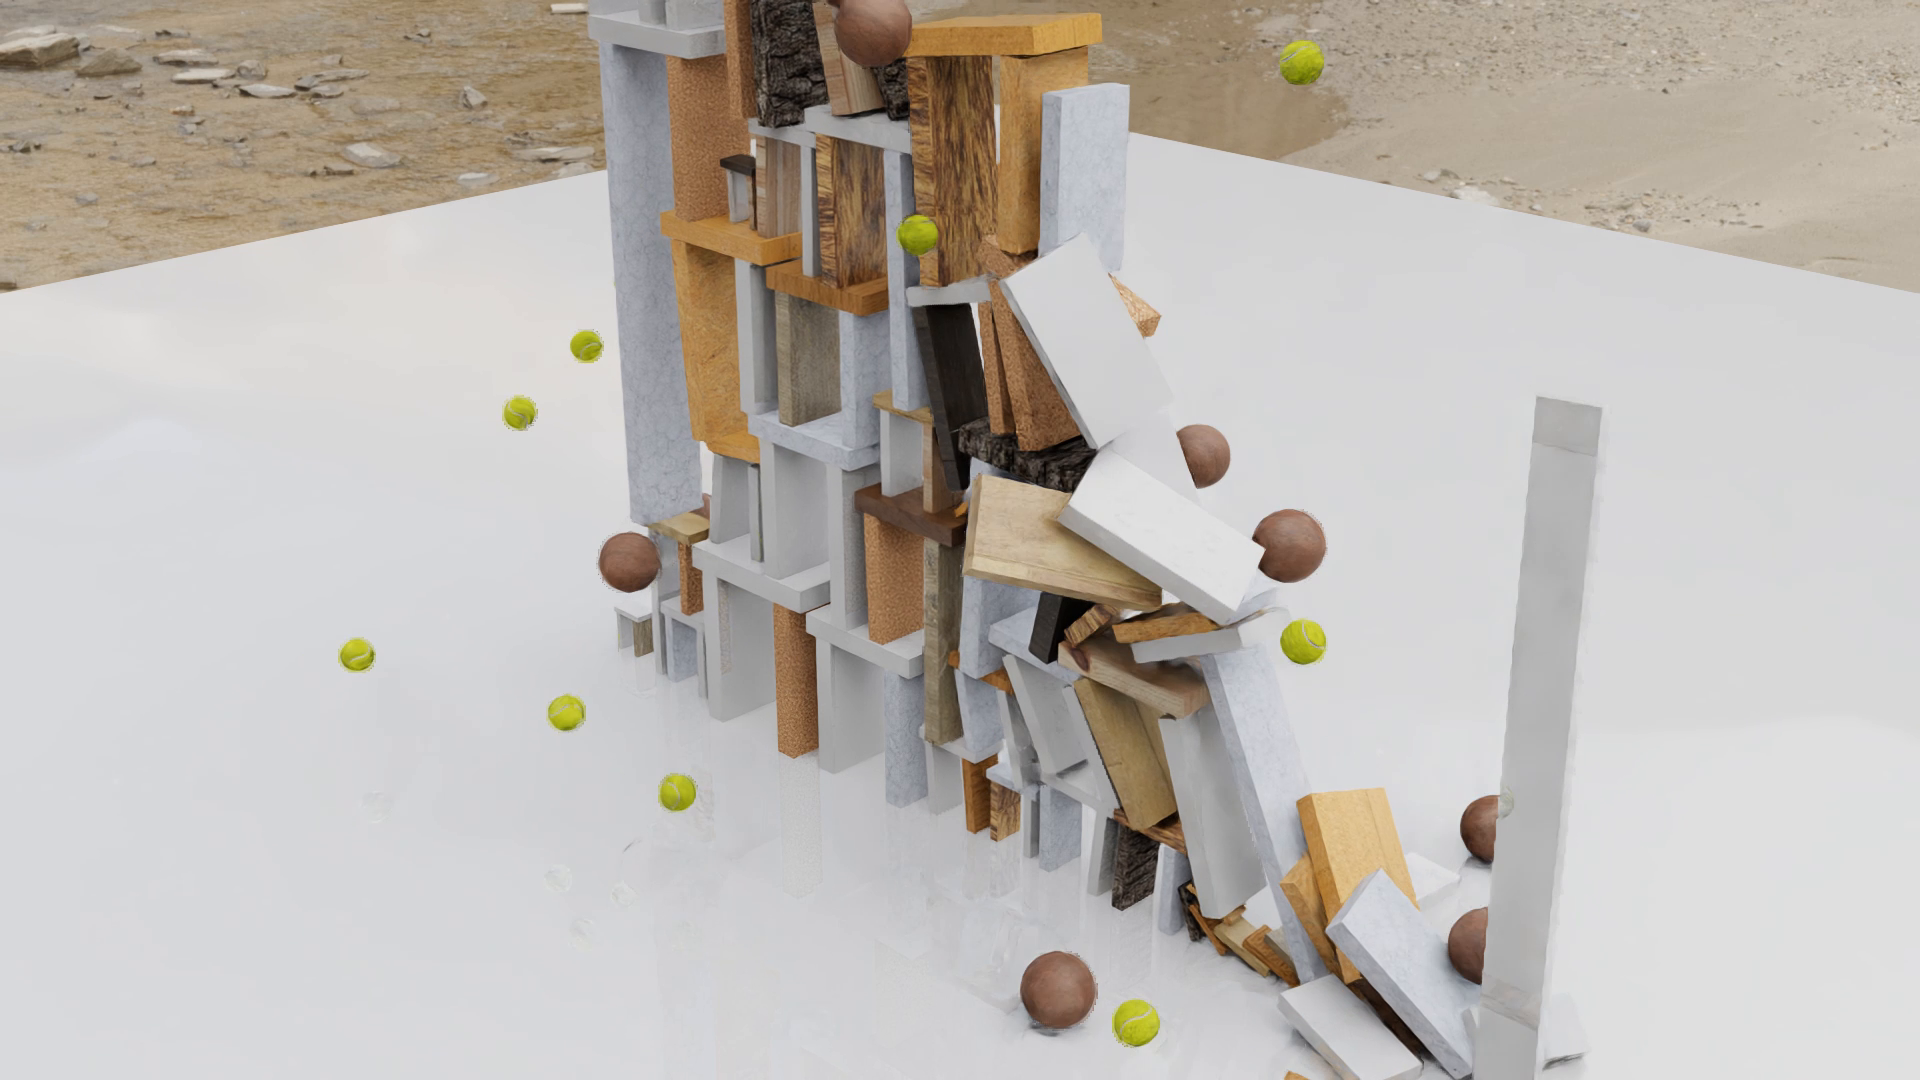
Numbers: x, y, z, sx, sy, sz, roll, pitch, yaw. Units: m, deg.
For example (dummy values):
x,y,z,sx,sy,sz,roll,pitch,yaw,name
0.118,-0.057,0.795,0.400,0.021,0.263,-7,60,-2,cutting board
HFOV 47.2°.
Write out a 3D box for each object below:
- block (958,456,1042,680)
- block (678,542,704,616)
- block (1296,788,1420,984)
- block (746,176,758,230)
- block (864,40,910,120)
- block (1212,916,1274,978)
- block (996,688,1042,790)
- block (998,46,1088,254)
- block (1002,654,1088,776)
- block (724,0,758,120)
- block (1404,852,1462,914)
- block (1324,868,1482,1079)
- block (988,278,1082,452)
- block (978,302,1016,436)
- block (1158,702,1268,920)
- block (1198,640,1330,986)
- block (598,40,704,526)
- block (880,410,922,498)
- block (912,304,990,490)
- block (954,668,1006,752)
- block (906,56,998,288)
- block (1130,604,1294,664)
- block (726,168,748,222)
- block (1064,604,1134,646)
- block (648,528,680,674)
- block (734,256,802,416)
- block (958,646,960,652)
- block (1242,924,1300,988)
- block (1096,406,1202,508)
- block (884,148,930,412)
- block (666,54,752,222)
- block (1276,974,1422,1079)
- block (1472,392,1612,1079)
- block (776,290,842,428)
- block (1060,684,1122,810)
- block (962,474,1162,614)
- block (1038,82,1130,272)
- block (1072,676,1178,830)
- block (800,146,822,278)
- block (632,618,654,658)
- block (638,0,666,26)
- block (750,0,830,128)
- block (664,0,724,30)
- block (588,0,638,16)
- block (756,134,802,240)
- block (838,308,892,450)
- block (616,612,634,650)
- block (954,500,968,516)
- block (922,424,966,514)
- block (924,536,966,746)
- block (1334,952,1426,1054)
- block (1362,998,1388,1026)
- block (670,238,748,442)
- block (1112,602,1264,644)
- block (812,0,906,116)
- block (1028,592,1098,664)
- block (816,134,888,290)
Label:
x,y,z,sx,sy,sz,roll,pitch,yaw,name
0.086,0.032,4.142,0.171,0.449,0.048,-22,36,-40,block
-0.580,0.073,4.881,0.025,0.174,0.087,22,31,40,block
0.700,0.593,3.795,0.162,0.324,0.046,-1,-24,-29,block
-0.394,-0.675,4.361,0.016,0.112,0.056,22,34,40,block
-0.118,-0.840,3.995,0.072,0.143,0.020,-22,4,-41,block
0.525,0.731,3.968,0.064,0.018,0.128,-21,48,-41,block
0.126,0.371,4.241,0.085,0.200,0.024,-22,17,-40,block
0.142,-0.672,3.774,0.166,0.333,0.047,-21,32,-40,block
0.173,0.313,4.172,0.120,0.239,0.034,-21,2,-40,block
-0.389,-1.019,4.205,0.130,0.406,0.037,-21,29,-40,block
0.823,0.666,4.149,0.236,0.033,0.118,-18,29,-37,block
0.769,0.727,3.692,0.328,0.045,0.159,49,45,2,block
0.146,-0.325,3.909,0.153,0.305,0.043,-22,16,-41,block
0.098,-0.322,3.968,0.120,0.240,0.034,-22,23,-40,block
0.456,0.473,3.945,0.041,0.382,0.145,0,18,46,block
0.567,0.482,3.848,0.131,0.659,0.037,-20,4,-39,block
-0.655,-0.543,4.700,0.165,1.054,0.047,-21,30,-40,block
-0.113,-0.179,4.271,0.025,0.176,0.088,21,31,41,block
-0.003,-0.276,4.098,0.034,0.349,0.120,2,18,43,block
0.040,0.322,4.314,0.085,0.171,0.024,-21,19,-40,block
-0.008,-0.671,3.941,0.047,0.407,0.167,16,27,41,block
0.432,0.163,3.791,0.131,0.037,0.262,-20,5,-39,block
-0.439,-0.698,4.415,0.056,0.112,0.016,-23,32,-38,block
0.301,0.102,3.916,0.125,0.249,0.035,-24,78,-41,block
-0.658,0.127,4.996,0.025,0.363,0.087,22,31,40,block
-0.372,-0.425,4.443,0.160,0.320,0.045,-21,31,-40,block
0.042,0.054,4.187,0.047,0.375,0.013,-22,42,-40,block
0.573,0.745,3.932,0.128,0.018,0.064,37,40,28,block
0.301,-0.183,3.800,0.153,0.351,0.043,-22,3,-40,block
-0.066,-0.493,4.089,0.041,0.492,0.145,19,29,41,block
-0.501,-0.819,4.419,0.165,0.330,0.047,-21,31,-40,block
0.653,0.833,3.700,0.118,0.033,0.236,-13,37,-28,block
0.892,0.359,3.398,0.104,1.183,0.030,16,23,39,block
-0.300,-0.375,4.383,0.039,0.275,0.138,21,31,40,block
0.282,0.365,4.075,0.120,0.239,0.034,-22,1,-40,block
0.178,0.008,3.654,0.338,0.162,0.046,12,-17,-18,block
0.210,-0.606,3.733,0.159,0.318,0.045,-18,28,-38,block
0.322,0.365,4.008,0.145,0.291,0.041,-23,1,-40,block
-0.256,-0.639,4.226,0.029,0.254,0.102,22,32,39,block
-0.737,0.223,5.118,0.013,0.092,0.046,21,31,41,block
-0.580,-1.160,4.349,0.130,0.260,0.037,-21,30,-40,block
-0.313,-0.988,4.143,0.172,0.393,0.049,-21,28,-40,block
-0.517,-1.136,4.289,0.131,0.261,0.037,-21,29,-40,block
-0.701,-1.207,4.463,0.130,0.260,0.037,-21,29,-40,block
-0.350,-0.699,4.304,0.102,0.203,0.029,-21,32,-40,block
-0.168,-0.325,4.264,0.039,0.275,0.138,21,31,40,block
-0.781,0.206,5.157,0.013,0.092,0.046,21,31,41,block
0.034,-0.073,4.150,0.047,0.013,0.094,-16,-13,-42,block
-0.030,-0.147,4.193,0.088,0.176,0.025,-21,31,-41,block
-0.007,0.182,4.303,0.135,0.438,0.038,-21,31,-40,block
0.746,0.771,3.772,0.104,0.030,0.209,-20,62,-39,block
0.670,0.826,3.766,0.116,0.016,0.058,-17,37,-21,block
-0.507,-0.431,4.594,0.045,0.426,0.160,14,26,40,block
0.394,0.135,3.825,0.125,0.035,0.249,-20,5,-36,block
-0.184,-0.961,4.015,0.172,0.344,0.049,-21,17,-40,block
0.230,0.051,3.995,0.171,0.341,0.048,-22,45,-40,block
-0.199,-0.635,4.168,0.145,0.291,0.041,-21,29,-41,block
